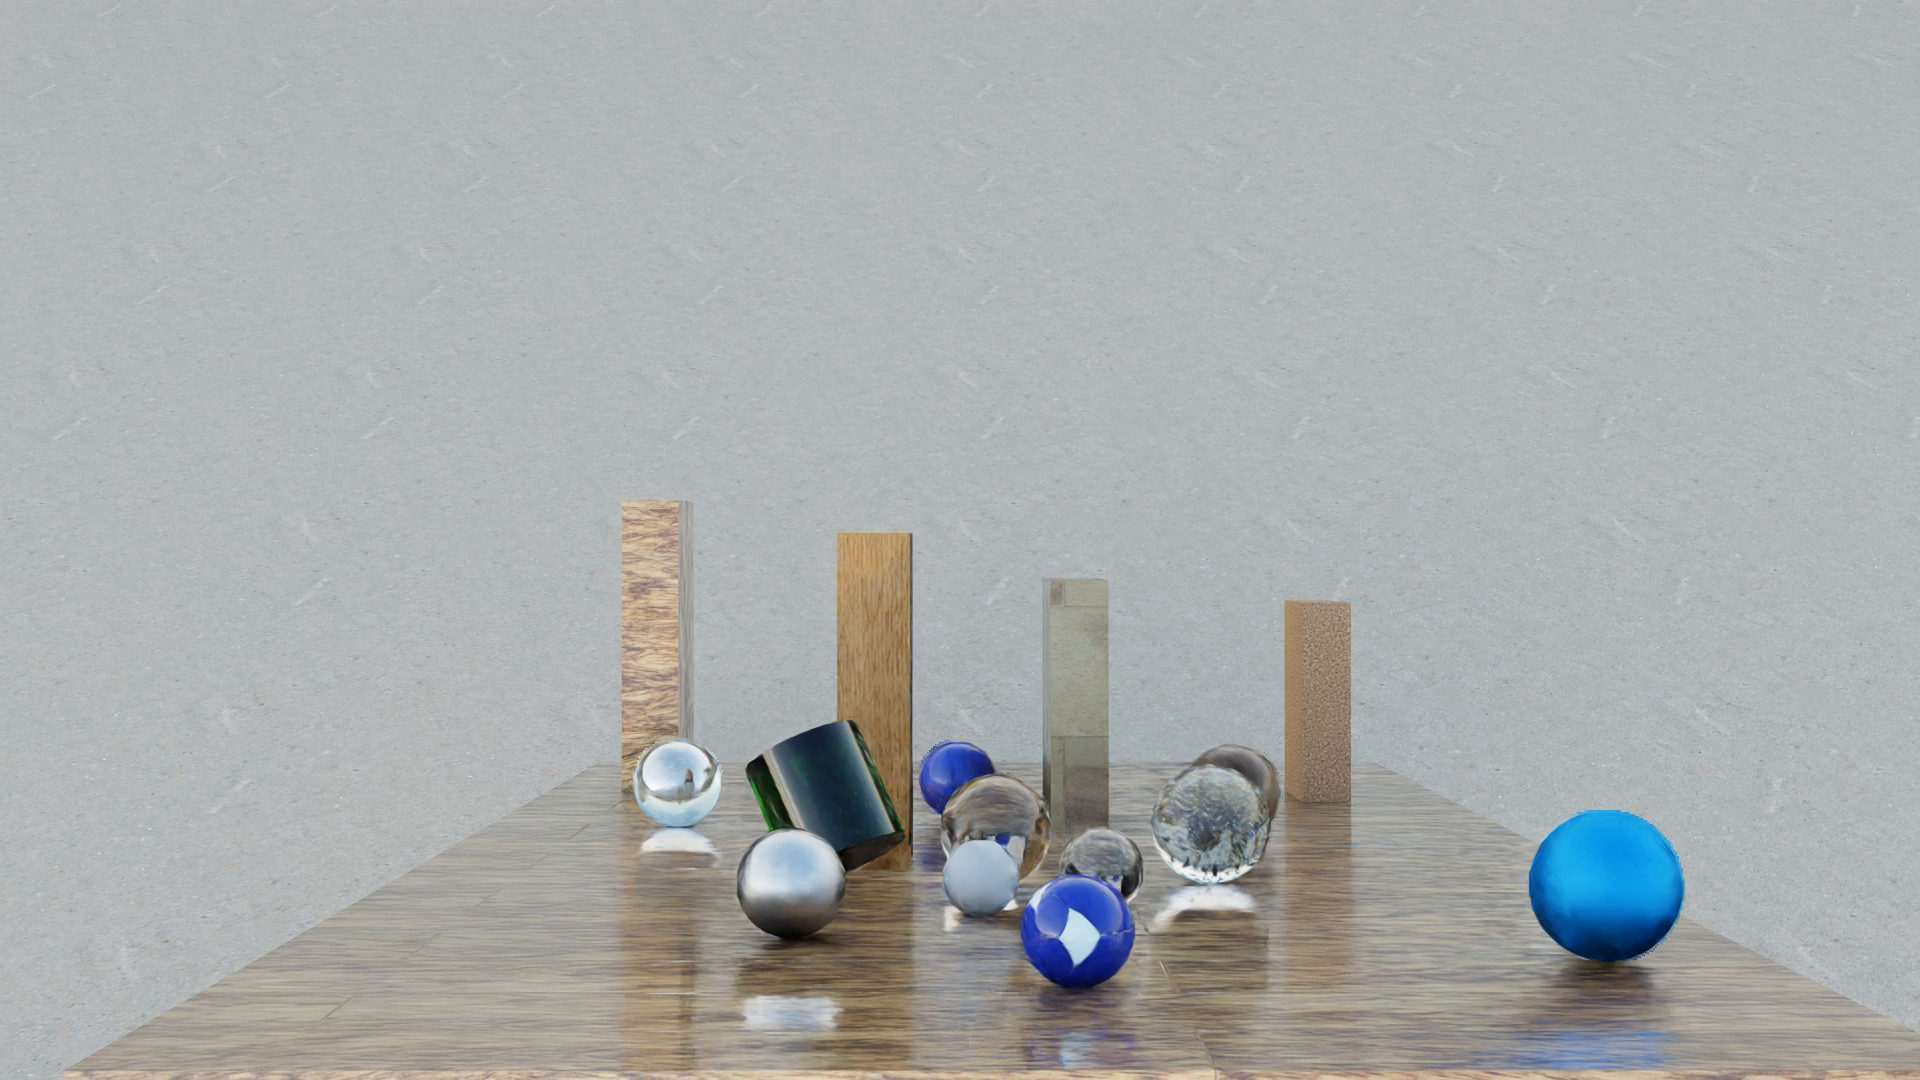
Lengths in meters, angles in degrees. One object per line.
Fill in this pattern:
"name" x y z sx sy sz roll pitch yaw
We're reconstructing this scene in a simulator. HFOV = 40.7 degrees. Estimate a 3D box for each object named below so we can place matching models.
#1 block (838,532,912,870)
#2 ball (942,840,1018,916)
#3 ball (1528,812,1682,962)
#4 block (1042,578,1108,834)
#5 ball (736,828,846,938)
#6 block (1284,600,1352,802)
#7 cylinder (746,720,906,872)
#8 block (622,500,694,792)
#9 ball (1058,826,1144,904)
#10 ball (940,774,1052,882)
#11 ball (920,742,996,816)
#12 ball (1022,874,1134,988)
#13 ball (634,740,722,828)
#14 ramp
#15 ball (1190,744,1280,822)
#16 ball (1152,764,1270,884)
"block" -0.147 0.274 4.524 0.124 0.573 0.254 0 0 0
"ball" 0.030 0.500 3.833 0.113 0.113 0.113 0 31 0
"ball" 0.848 0.455 3.404 0.197 0.197 0.197 0 31 0
"block" 0.229 0.321 5.196 0.112 0.486 0.445 0 0 0
"ball" -0.236 0.479 3.616 0.153 0.153 0.153 0 31 0
"block" 0.793 0.352 5.752 0.104 0.431 0.312 0 0 0
"cylinder" -0.212 0.414 4.069 0.193 0.193 0.193 -17 72 -26
"block" -0.700 0.240 6.013 0.128 0.660 0.337 0 0 0
"ball" 0.211 0.493 3.866 0.128 0.128 0.128 0 31 0
"ball" 0.058 0.468 4.183 0.181 0.181 0.181 0 31 0
"ball" -0.003 0.486 5.242 0.157 0.157 0.157 0 31 0
"ball" 0.146 0.483 3.200 0.140 0.140 0.140 0 31 0
"ball" -0.554 0.478 5.080 0.172 0.172 0.172 0 31 0
"ramp" 0.069 0.612 4.684 2.000 0.100 4.000 0 0 0
"ball" 0.507 0.472 4.832 0.181 0.181 0.181 0 31 0
"ball" 0.408 0.462 4.211 0.193 0.193 0.193 0 31 0
